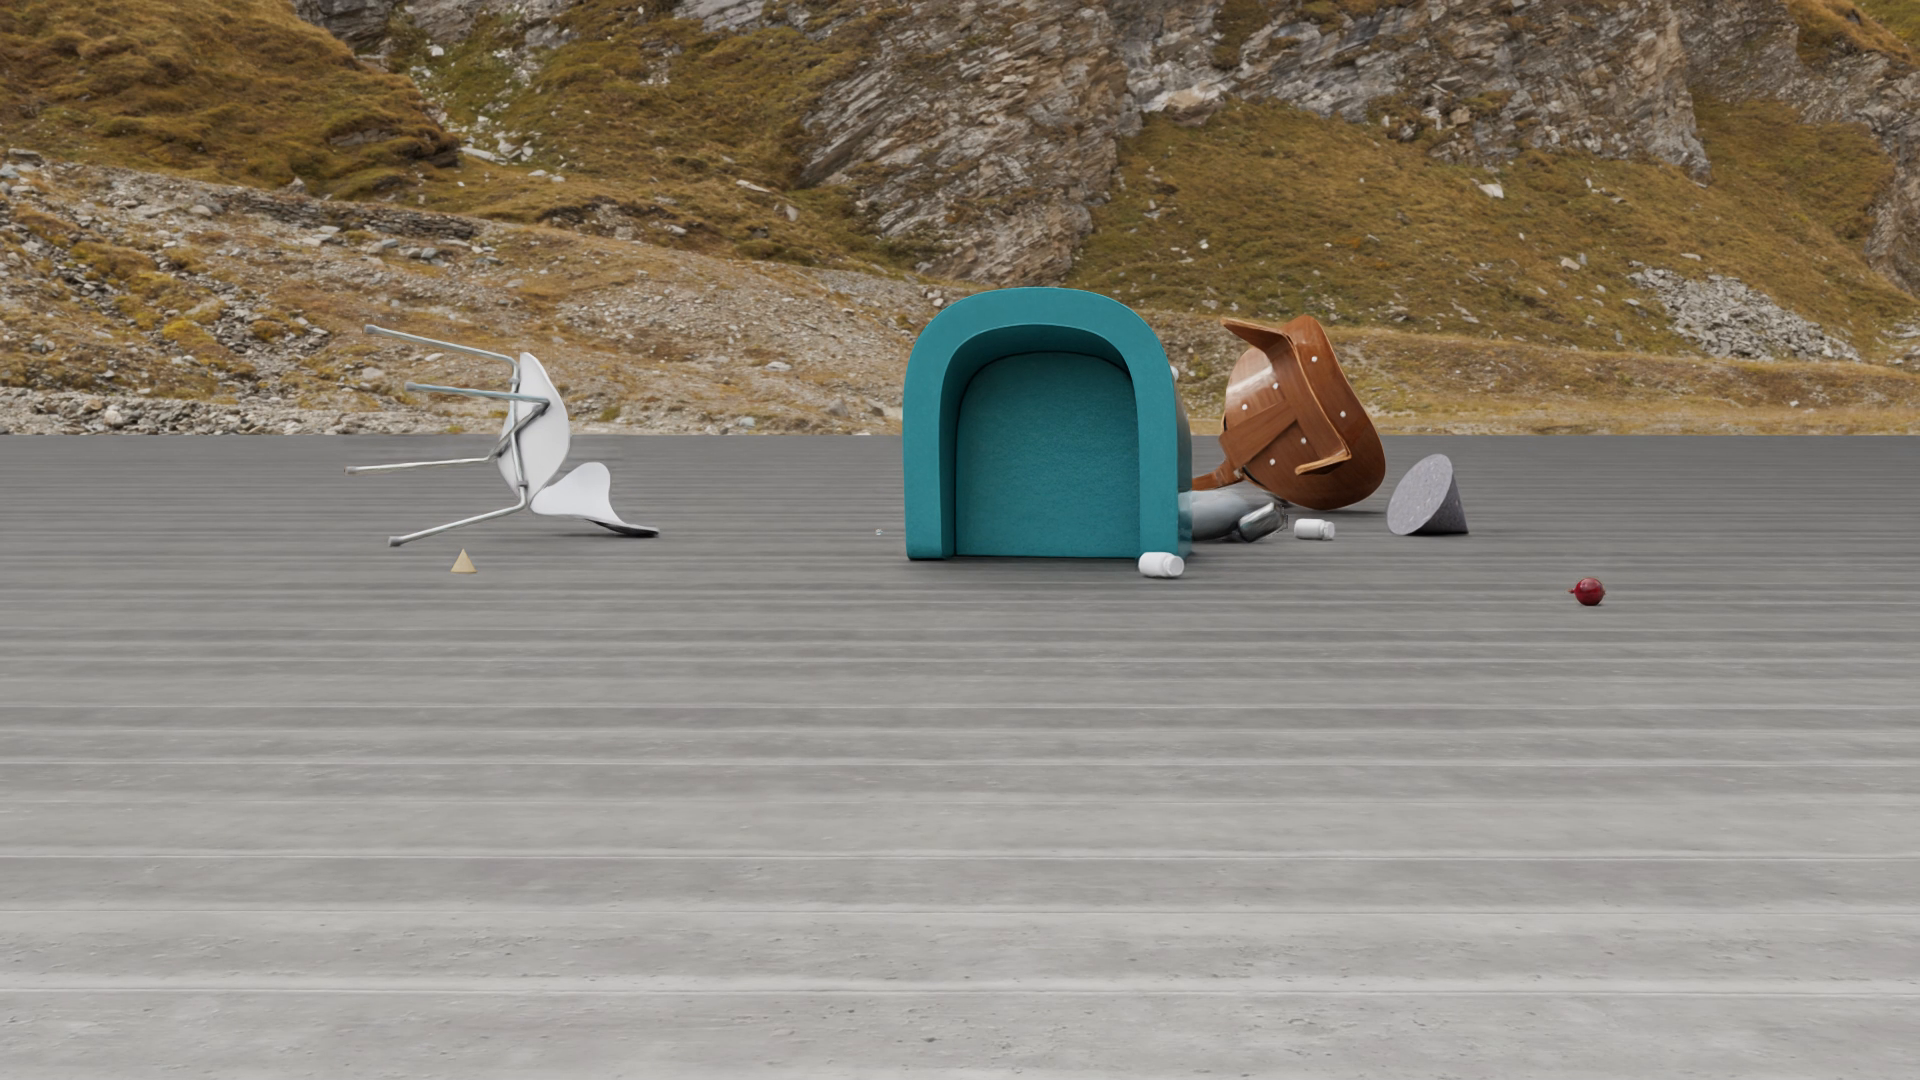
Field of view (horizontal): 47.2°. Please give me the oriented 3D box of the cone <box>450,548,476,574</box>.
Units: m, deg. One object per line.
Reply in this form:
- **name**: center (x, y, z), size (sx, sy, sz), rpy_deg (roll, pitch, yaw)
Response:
- **cone**: center (-1.216, 0.050, 5.385), size (0.074, 0.060, 0.042), rpy_deg (1, 4, 18)

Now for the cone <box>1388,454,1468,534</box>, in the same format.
- **cone**: center (1.508, -0.082, 6.851), size (0.219, 0.314, 0.273), rpy_deg (35, -51, -19)

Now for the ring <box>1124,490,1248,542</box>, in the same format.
- **ring**: center (0.680, -0.072, 6.601), size (0.375, 0.113, 0.463), rpy_deg (-4, 7, 8)
